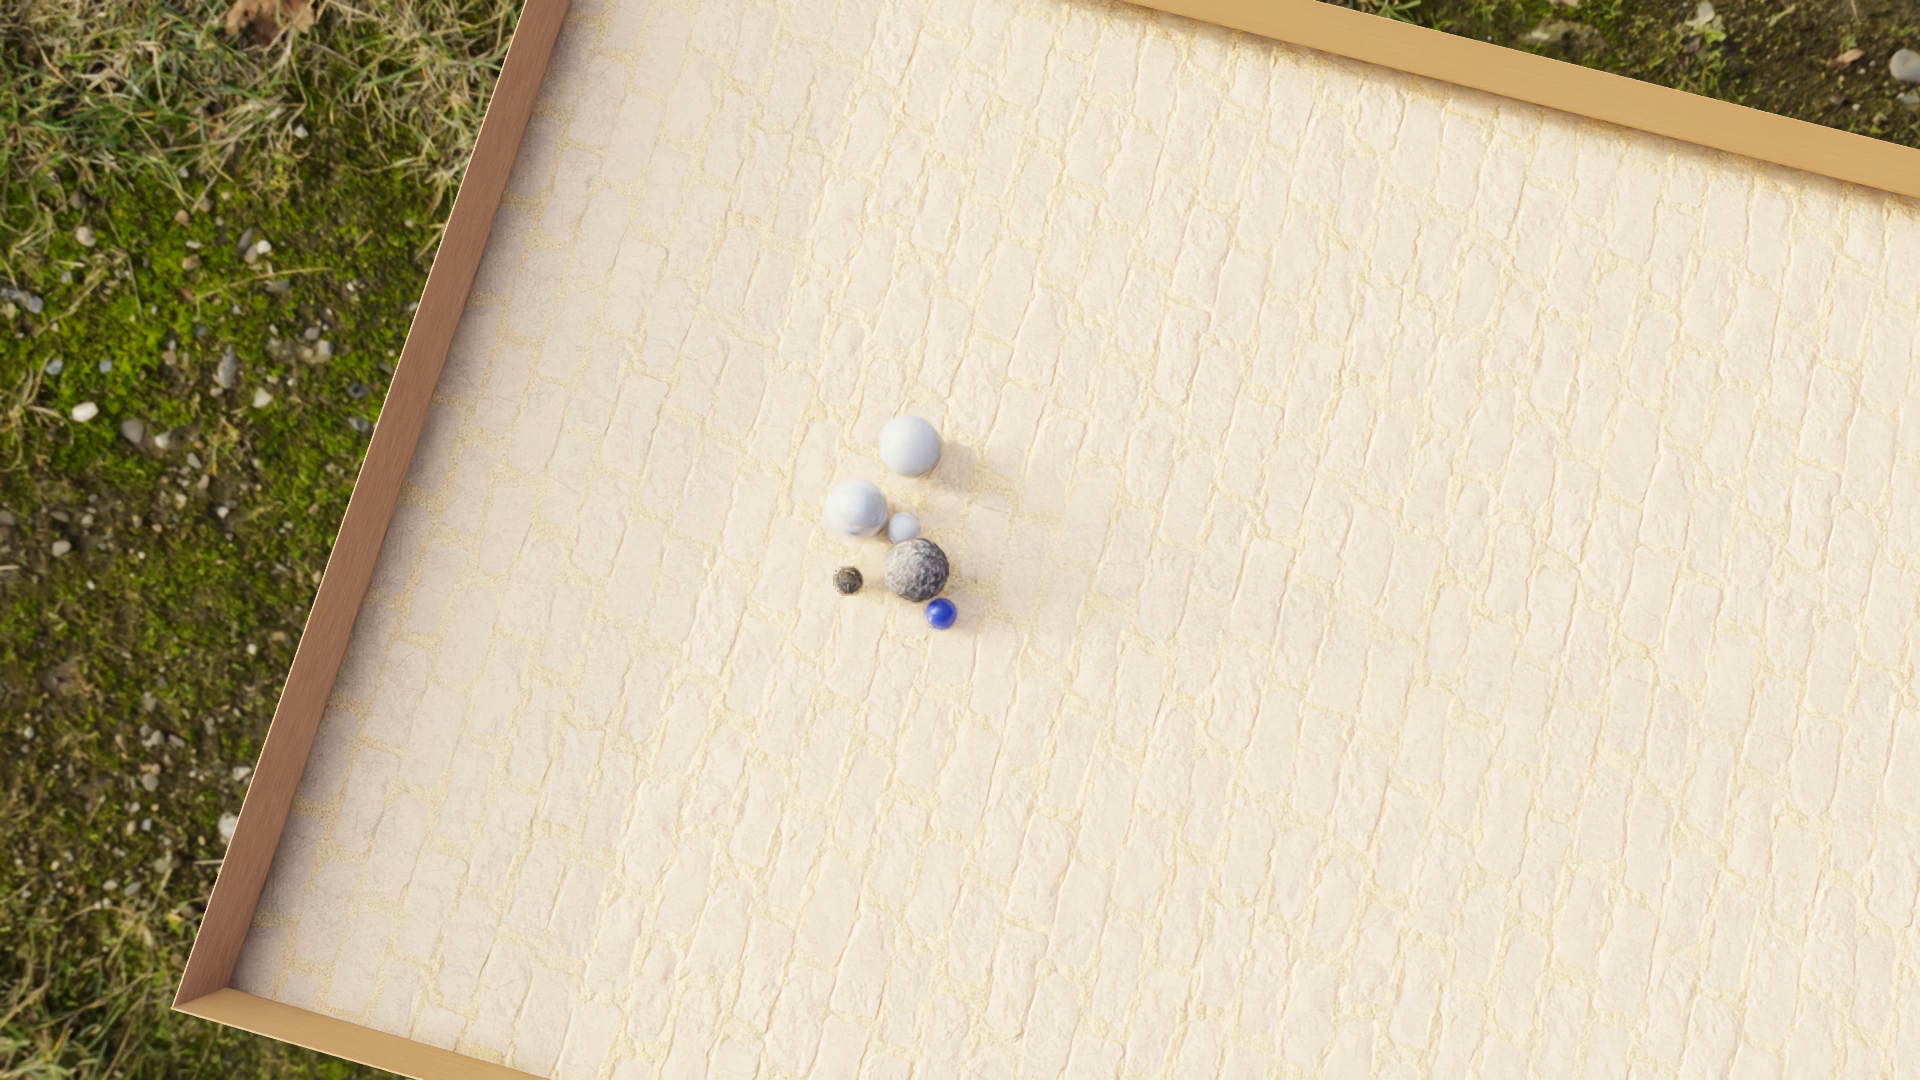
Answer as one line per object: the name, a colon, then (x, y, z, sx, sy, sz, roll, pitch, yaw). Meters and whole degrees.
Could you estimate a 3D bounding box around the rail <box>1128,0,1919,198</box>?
rail: (1.097, -0.663, 3.464, 3.521, 0.126, 0.045, 15, 77, 4)

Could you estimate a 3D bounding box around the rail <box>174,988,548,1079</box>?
rail: (0.601, 1.100, 3.030, 3.521, 0.126, 0.045, 15, 77, 4)

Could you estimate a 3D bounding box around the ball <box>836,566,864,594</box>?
ball: (-0.168, 0.061, 3.329, 0.043, 0.043, 0.043, 0, 76, 0)

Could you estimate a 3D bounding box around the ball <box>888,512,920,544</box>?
ball: (-0.085, -0.017, 3.345, 0.050, 0.050, 0.050, 0, 76, 0)

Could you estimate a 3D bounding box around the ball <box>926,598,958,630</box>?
ball: (-0.028, 0.111, 3.314, 0.048, 0.048, 0.048, 0, 76, 0)

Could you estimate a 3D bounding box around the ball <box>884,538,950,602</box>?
ball: (-0.065, 0.045, 3.305, 0.097, 0.097, 0.097, 0, 76, 0)

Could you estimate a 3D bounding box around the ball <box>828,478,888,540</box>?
ball: (-0.155, -0.047, 3.330, 0.093, 0.093, 0.093, 0, 76, 0)

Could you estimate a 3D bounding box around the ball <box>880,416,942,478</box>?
ball: (-0.075, -0.142, 3.353, 0.095, 0.095, 0.095, 0, 76, 0)

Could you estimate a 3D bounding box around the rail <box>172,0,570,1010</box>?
rail: (-0.826, -0.227, 3.356, 0.045, 0.126, 1.930, 15, 77, 4)
